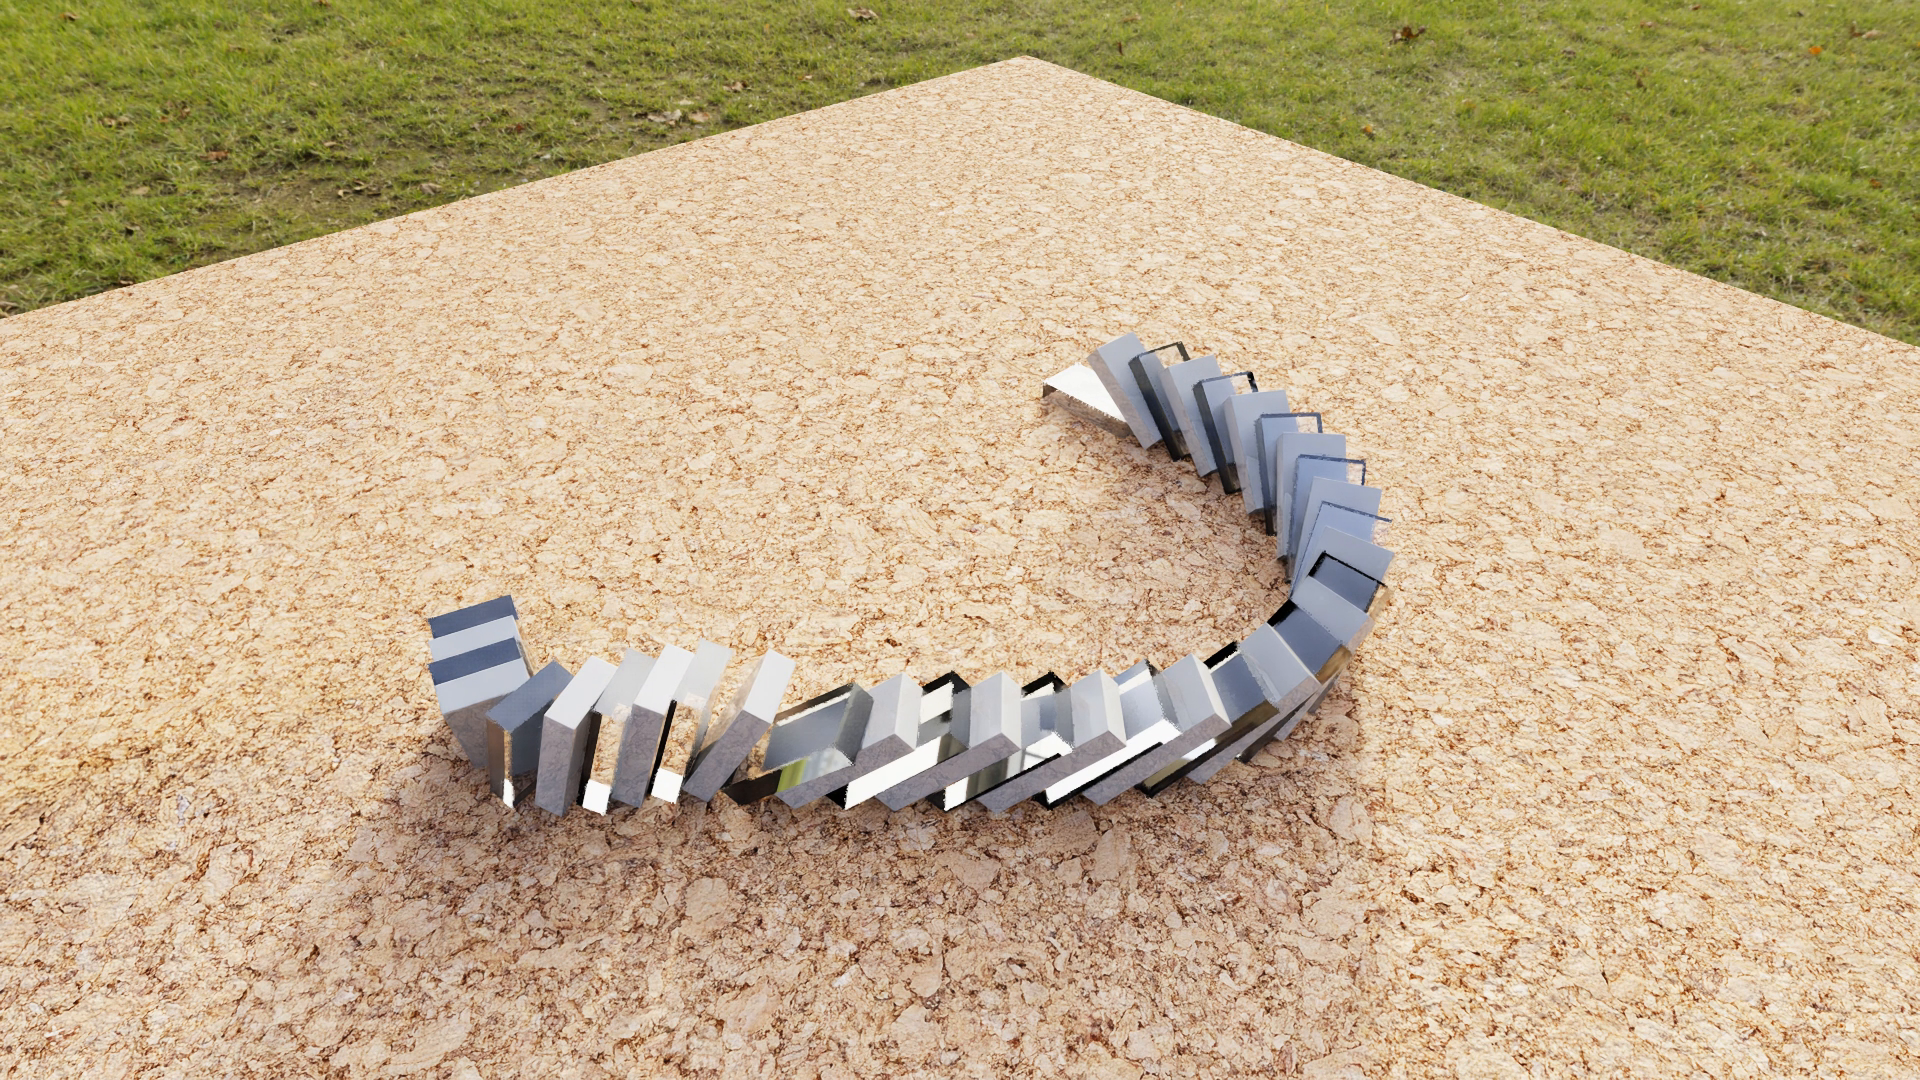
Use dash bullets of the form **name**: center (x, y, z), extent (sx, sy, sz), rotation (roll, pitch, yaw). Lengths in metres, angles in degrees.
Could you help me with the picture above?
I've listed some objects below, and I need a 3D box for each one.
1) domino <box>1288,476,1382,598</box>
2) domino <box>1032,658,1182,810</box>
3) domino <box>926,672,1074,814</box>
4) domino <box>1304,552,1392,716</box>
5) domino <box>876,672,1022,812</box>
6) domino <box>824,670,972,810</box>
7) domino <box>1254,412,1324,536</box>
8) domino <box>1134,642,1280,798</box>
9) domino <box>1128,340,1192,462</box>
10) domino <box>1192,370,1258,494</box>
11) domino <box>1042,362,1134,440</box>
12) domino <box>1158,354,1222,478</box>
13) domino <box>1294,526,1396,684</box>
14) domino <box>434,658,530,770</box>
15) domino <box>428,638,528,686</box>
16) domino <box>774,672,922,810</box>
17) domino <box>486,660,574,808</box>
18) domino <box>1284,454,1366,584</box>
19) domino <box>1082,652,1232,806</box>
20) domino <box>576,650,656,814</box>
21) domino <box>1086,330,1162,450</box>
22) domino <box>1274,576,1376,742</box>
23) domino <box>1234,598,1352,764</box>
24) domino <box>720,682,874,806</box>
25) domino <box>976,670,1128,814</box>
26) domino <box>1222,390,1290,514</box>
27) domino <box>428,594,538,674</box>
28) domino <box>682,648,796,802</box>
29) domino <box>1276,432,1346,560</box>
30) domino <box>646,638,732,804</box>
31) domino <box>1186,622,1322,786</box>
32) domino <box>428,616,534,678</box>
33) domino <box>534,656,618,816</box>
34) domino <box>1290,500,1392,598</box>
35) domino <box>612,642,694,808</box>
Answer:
- **domino**: center (0.141, 0.003, 0.415), extent (0.025, 0.009, 0.050), rotation (12, 83, 14)
- **domino**: center (0.043, 0.061, 0.345), extent (0.050, 0.009, 0.025), rotation (-36, 35, 21)
- **domino**: center (0.012, 0.063, 0.343), extent (0.050, 0.010, 0.025), rotation (-32, 31, 25)
- **domino**: center (0.124, 0.032, 0.380), extent (0.025, 0.010, 0.050), rotation (33, 92, 34)
- **domino**: center (-0.004, 0.063, 0.343), extent (0.050, 0.010, 0.025), rotation (-31, 31, 25)
- **domino**: center (-0.019, 0.063, 0.344), extent (0.050, 0.010, 0.025), rotation (-31, 32, 25)
- **domino**: center (0.138, -0.027, 0.454), extent (0.025, 0.010, 0.050), rotation (-2, 77, -2)
- **domino**: center (0.074, 0.057, 0.349), extent (0.050, 0.009, 0.025), rotation (-39, 39, 17)
- **domino**: center (0.098, -0.063, 0.497), extent (0.025, 0.009, 0.050), rotation (-20, 82, -23)
- **domino**: center (0.121, -0.047, 0.478), extent (0.025, 0.009, 0.050), rotation (-12, 79, -14)
- **domino**: center (0.066, -0.067, 0.525), extent (0.025, 0.009, 0.050), rotation (-32, 49, -33)
- **domino**: center (0.110, -0.055, 0.488), extent (0.025, 0.009, 0.050), rotation (-18, 81, -20)
- **domino**: center (0.132, 0.023, 0.391), extent (0.025, 0.010, 0.050), rotation (25, 88, 27)
- **domino**: center (-0.145, 0.055, 0.344), extent (0.025, 0.050, 0.009), rotation (-18, 66, -21)
- **domino**: center (-0.150, 0.049, 0.351), extent (0.025, 0.050, 0.009), rotation (-18, 66, -21)
- **domino**: center (-0.035, 0.063, 0.344), extent (0.050, 0.009, 0.025), rotation (-30, 31, 25)
- **domino**: center (-0.131, 0.060, 0.338), extent (0.009, 0.050, 0.025), rotation (36, 49, 10)
- **domino**: center (0.142, -0.007, 0.428), extent (0.025, 0.009, 0.050), rotation (7, 81, 8)
- **domino**: center (0.058, 0.060, 0.346), extent (0.050, 0.010, 0.025), rotation (-37, 36, 20)
- **domino**: center (-0.106, 0.060, 0.339), extent (0.010, 0.050, 0.025), rotation (22, 40, -4)
- **domino**: center (0.082, -0.069, 0.505), extent (0.025, 0.009, 0.050), rotation (-29, 85, -31)
- **domino**: center (0.113, 0.040, 0.371), extent (0.050, 0.010, 0.025), rotation (-53, 51, 4)
- **domino**: center (0.101, 0.047, 0.362), extent (0.050, 0.010, 0.025), rotation (-49, 47, 8)
- **domino**: center (-0.051, 0.064, 0.342), extent (0.050, 0.009, 0.025), rotation (-26, 30, 31)
- **domino**: center (0.027, 0.063, 0.343), extent (0.050, 0.010, 0.025), rotation (-33, 32, 24)
- **domino**: center (0.130, -0.038, 0.466), extent (0.025, 0.010, 0.050), rotation (-7, 78, -9)
- **domino**: center (-0.157, 0.037, 0.366), extent (0.025, 0.050, 0.009), rotation (-18, 66, -21)
- **domino**: center (-0.069, 0.058, 0.342), extent (0.009, 0.050, 0.025), rotation (30, 39, -13)
- **domino**: center (0.141, -0.017, 0.440), extent (0.025, 0.009, 0.050), rotation (2, 80, 2)
- **domino**: center (-0.084, 0.057, 0.342), extent (0.010, 0.050, 0.025), rotation (22, 40, -4)
- **domino**: center (0.088, 0.053, 0.355), extent (0.050, 0.010, 0.025), rotation (-43, 42, 13)
- **domino**: center (-0.153, 0.043, 0.359), extent (0.025, 0.050, 0.010), rotation (-18, 66, -21)
- **domino**: center (-0.118, 0.061, 0.337), extent (0.010, 0.050, 0.025), rotation (26, 43, 0)
- **domino**: center (0.137, 0.013, 0.402), extent (0.025, 0.010, 0.050), rotation (18, 85, 21)
- **domino**: center (-0.095, 0.058, 0.340), extent (0.009, 0.050, 0.025), rotation (22, 40, -4)
